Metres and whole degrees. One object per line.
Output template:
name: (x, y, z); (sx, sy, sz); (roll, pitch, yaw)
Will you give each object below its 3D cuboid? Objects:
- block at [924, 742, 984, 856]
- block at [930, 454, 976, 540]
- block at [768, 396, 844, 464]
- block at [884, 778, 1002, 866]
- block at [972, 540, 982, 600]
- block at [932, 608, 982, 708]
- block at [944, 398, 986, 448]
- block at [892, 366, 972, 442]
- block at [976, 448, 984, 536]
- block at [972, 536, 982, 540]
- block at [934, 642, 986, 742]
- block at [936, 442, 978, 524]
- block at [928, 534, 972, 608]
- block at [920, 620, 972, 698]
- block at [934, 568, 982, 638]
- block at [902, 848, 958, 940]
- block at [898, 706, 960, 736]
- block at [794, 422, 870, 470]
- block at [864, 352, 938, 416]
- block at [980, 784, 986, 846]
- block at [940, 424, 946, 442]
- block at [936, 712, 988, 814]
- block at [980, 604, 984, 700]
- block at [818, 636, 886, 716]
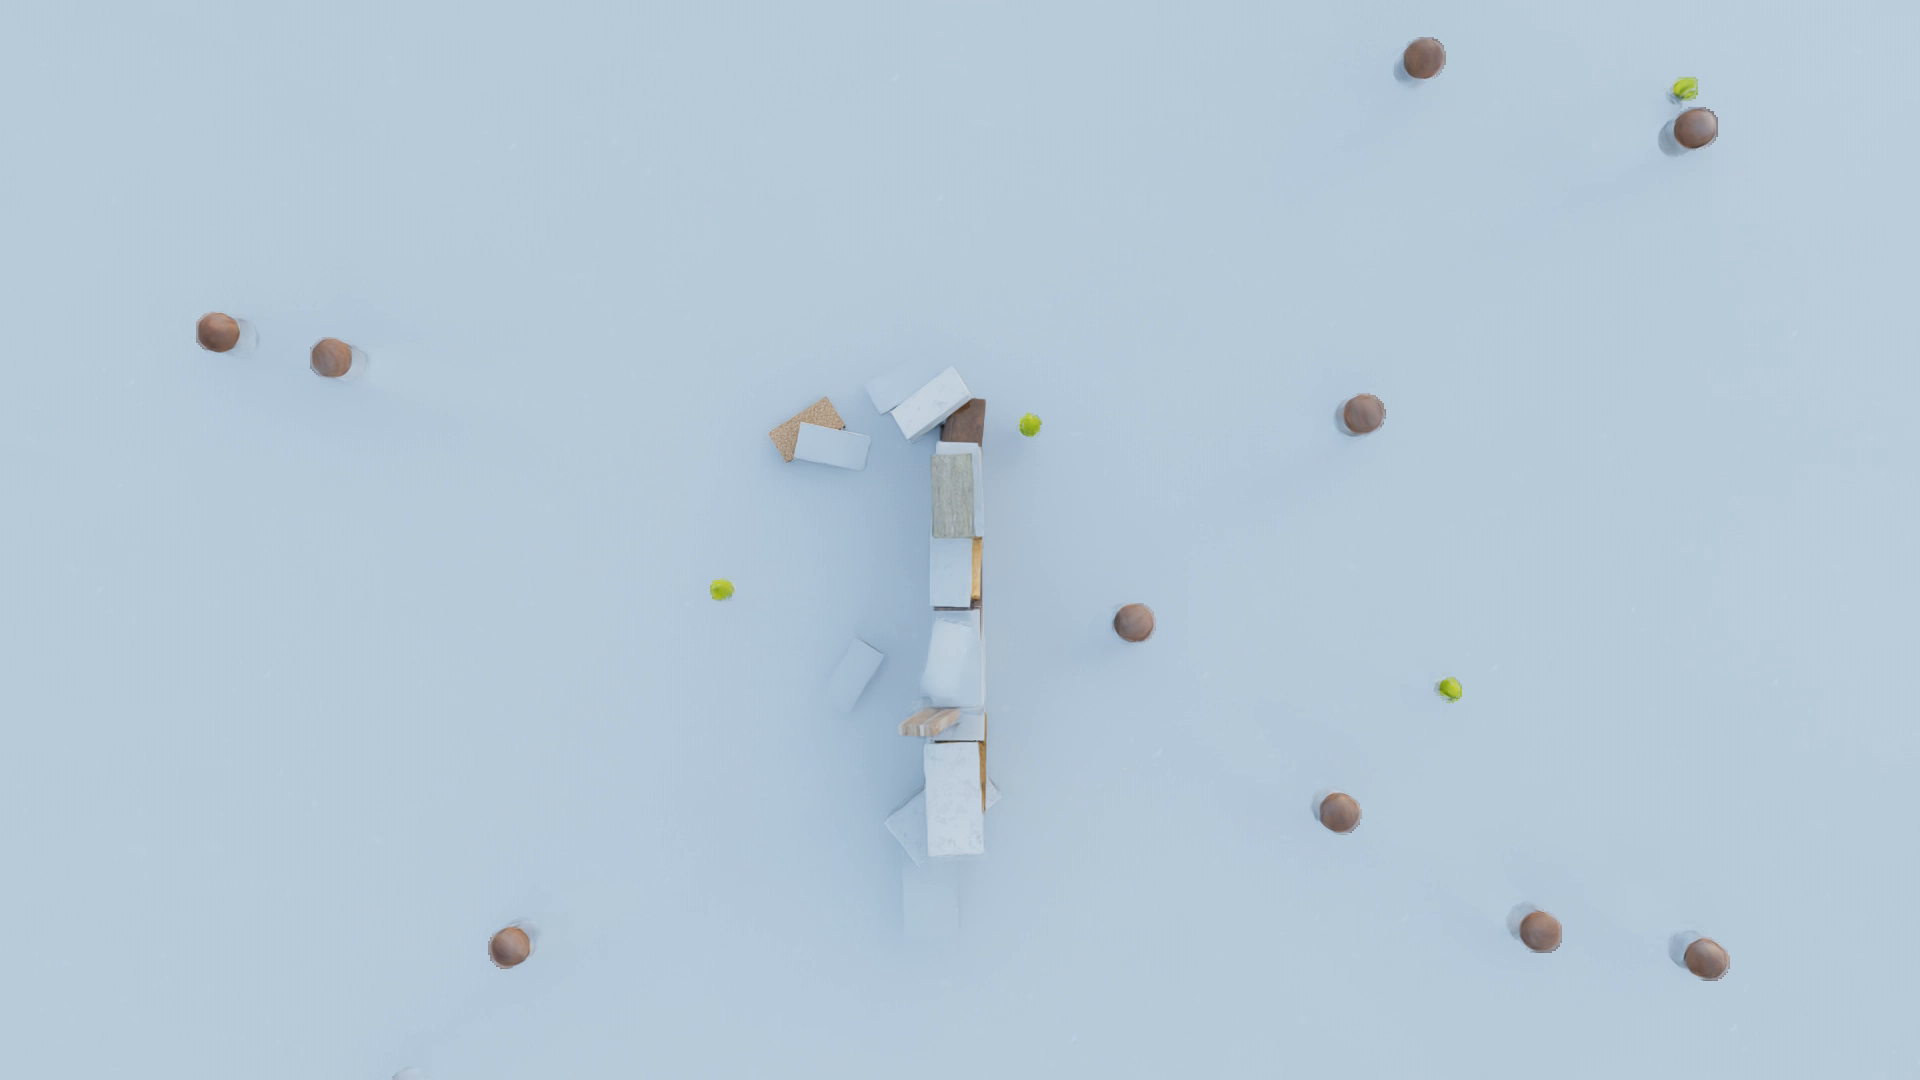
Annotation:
block: (-0.020, 0.832, 5.296); (0.177, 0.050, 0.354); (-3, 74, 2)
block: (-0.023, -0.138, 5.249); (0.134, 0.038, 0.267); (-2, 84, 2)
block: (-0.510, -0.366, 5.484); (0.230, 0.033, 0.115); (-32, 90, 0)
block: (-0.055, 0.892, 5.439); (0.354, 0.050, 0.177); (-38, 81, -7)
block: (-0.001, 0.047, 5.423); (0.144, 0.041, 0.289); (3, 71, 1)
block: (-0.009, 0.382, 5.332); (0.157, 0.044, 0.314); (-2, 91, 0)
block: (0.013, -0.344, 5.420); (0.126, 0.036, 0.253); (5, 74, 1)
block: (-0.094, -0.446, 5.434); (0.253, 0.036, 0.126); (-36, 63, 10)
block: (0.002, -0.153, 5.350); (0.144, 0.041, 0.289); (-2, 93, 2)
block: (0.001, -0.147, 5.440); (0.144, 0.041, 0.289); (1, 74, 0)
block: (-0.001, 0.499, 5.434); (0.165, 0.047, 0.329); (1, 75, 0)
block: (-0.013, -0.179, 5.291); (0.134, 0.038, 0.267); (2, 84, 2)
block: (-0.029, 0.081, 5.311); (0.134, 0.038, 0.267); (1, 88, 2)
block: (-0.044, 0.381, 5.294); (0.117, 0.033, 0.235); (12, 92, 0)
block: (-0.004, 0.166, 5.428); (0.157, 0.044, 0.314); (0, 71, 0)
block: (-0.100, 1.141, 5.475); (0.177, 0.050, 0.354); (-1, 90, 0)
block: (-0.096, 0.575, 5.243); (0.117, 0.235, 0.033); (-1, 99, 21)
block: (-0.425, -0.310, 5.458); (0.230, 0.033, 0.115); (11, 99, -8)
block: (-0.191, -0.521, 5.484); (0.230, 0.033, 0.115); (-29, 90, 0)
block: (-0.012, 0.829, 5.347); (0.165, 0.047, 0.329); (-4, 74, 2)
block: (-0.006, -0.253, 5.430); (0.126, 0.036, 0.253); (3, 73, 1)
block: (0.003, 0.733, 5.422); (0.165, 0.047, 0.329); (1, 74, 3)
block: (0.001, 0.370, 5.422); (0.157, 0.044, 0.314); (0, 75, 0)
block: (-0.361, 0.452, 5.483); (0.117, 0.033, 0.235); (32, 90, 0)
